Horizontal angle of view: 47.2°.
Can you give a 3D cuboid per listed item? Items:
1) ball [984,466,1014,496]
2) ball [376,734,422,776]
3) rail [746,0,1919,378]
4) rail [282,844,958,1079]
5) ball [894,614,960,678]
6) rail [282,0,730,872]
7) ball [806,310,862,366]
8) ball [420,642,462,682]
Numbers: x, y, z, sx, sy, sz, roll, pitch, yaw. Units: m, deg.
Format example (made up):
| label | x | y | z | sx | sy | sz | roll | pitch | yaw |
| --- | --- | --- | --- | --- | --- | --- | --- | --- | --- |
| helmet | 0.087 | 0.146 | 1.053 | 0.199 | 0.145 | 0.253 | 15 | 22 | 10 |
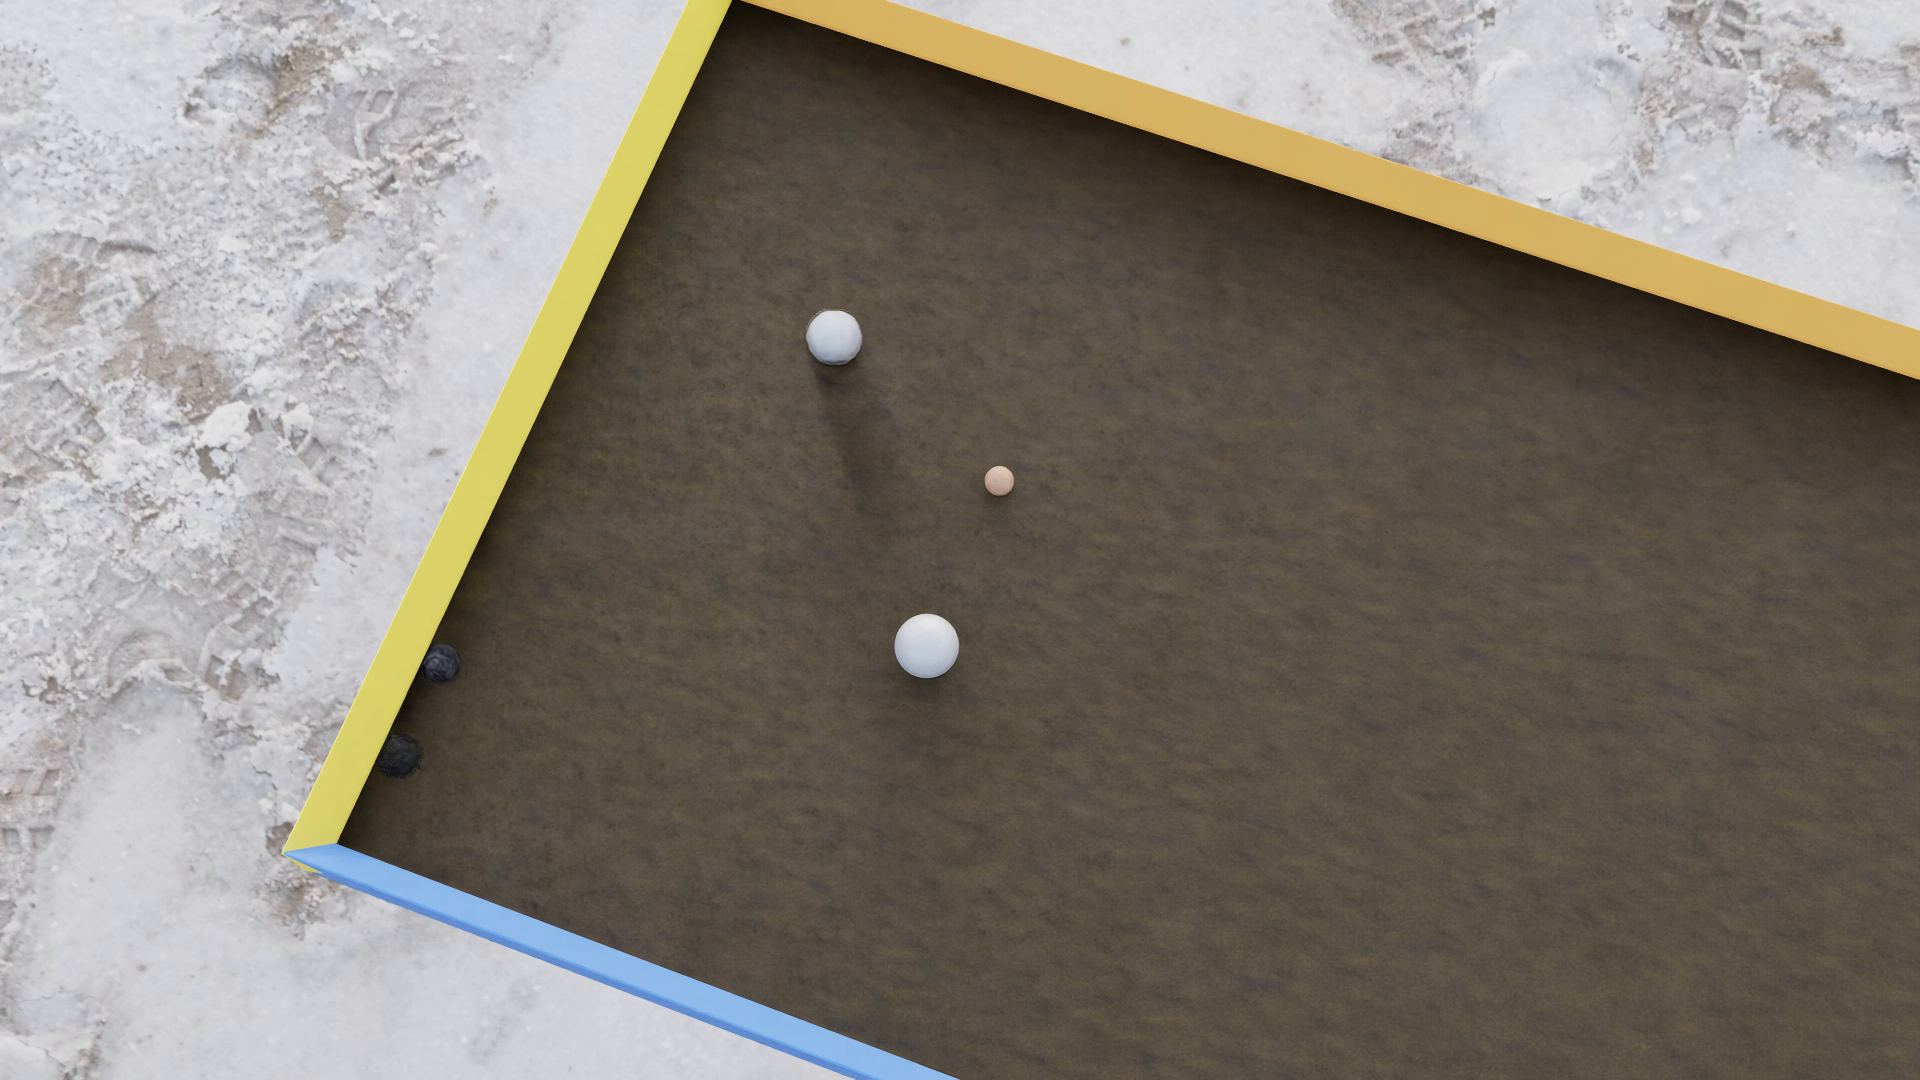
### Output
| label | x | y | z | sx | sy | sz | roll | pitch | yaw |
| --- | --- | --- | --- | --- | --- | --- | --- | --- | --- |
| ball | 0.062 | -0.093 | 3.475 | 0.047 | 0.047 | 0.047 | 0 | 71 | 0 |
| ball | -0.847 | 0.324 | 3.318 | 0.065 | 0.065 | 0.065 | 0 | 71 | 0 |
| rail | 0.971 | -0.471 | 3.564 | 2.965 | 0.129 | 0.045 | 19 | 72 | 7 |
| rail | 0.420 | 0.936 | 3.067 | 2.965 | 0.129 | 0.045 | 19 | 72 | 7 |
| ball | -0.051 | 0.162 | 3.357 | 0.099 | 0.099 | 0.099 | 0 | 71 | 0 |
| rail | -0.673 | -0.244 | 3.484 | 0.045 | 0.129 | 1.638 | 19 | 72 | 7 |
| ball | -0.202 | -0.325 | 3.535 | 0.089 | 0.089 | 0.089 | 0 | 71 | 0 |
| ball | -0.796 | 0.187 | 3.368 | 0.062 | 0.062 | 0.062 | 0 | 71 | 0 |
